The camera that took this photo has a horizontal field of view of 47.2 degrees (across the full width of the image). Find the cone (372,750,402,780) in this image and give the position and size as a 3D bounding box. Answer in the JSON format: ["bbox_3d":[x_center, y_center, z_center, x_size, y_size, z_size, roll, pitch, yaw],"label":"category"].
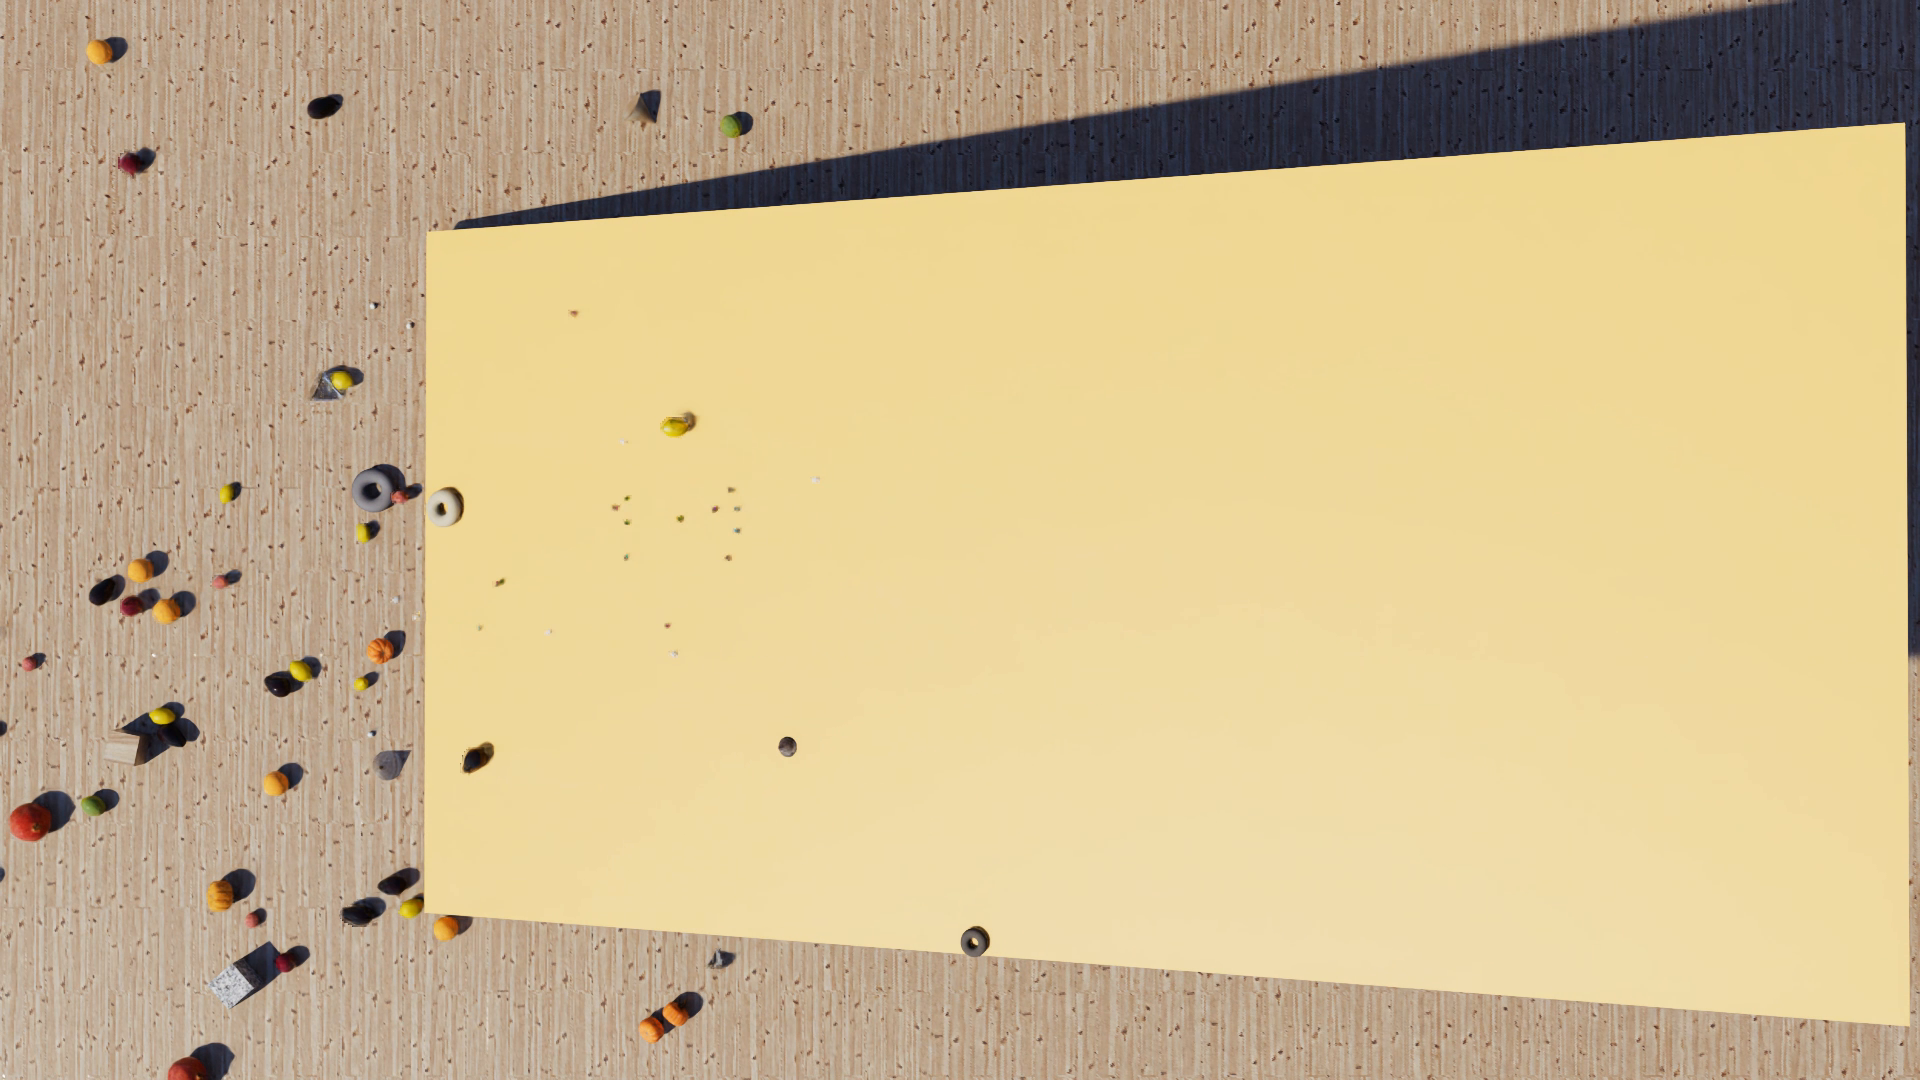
[{"bbox_3d":[-1.705,0.671,6.503,0.089,0.089,0.089,0,89,0],"label":"cone"}]

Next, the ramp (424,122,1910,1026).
[{"bbox_3d":[0.283,0.084,5.711,4.000,0.100,2.000,0,89,24],"label":"ramp"}]

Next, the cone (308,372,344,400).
[{"bbox_3d":[-1.875,-0.437,6.540,0.095,0.095,0.095,26,89,-26],"label":"cone"}]

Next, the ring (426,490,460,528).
[{"bbox_3d":[-1.507,-0.092,6.418,0.112,0.037,0.112,0,90,23],"label":"ring"}]

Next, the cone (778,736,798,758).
[{"bbox_3d":[-0.479,0.562,5.952,0.057,0.057,0.057,0,89,24],"label":"cone"}]

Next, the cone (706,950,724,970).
[{"bbox_3d":[-0.723,1.242,6.529,0.055,0.055,0.055,5,63,0],"label":"cone"}]

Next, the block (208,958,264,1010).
[{"bbox_3d":[-2.138,1.309,6.492,0.097,0.097,0.097,-41,89,0],"label":"block"}]

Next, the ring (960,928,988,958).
[{"bbox_3d":[0.036,1.051,5.739,0.075,0.025,0.075,0,90,23],"label":"ring"}]

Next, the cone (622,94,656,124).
[{"bbox_3d":[-0.944,-1.264,6.551,0.092,0.092,0.092,32,89,-26],"label":"cone"}]

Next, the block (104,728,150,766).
[{"bbox_3d":[-2.462,0.613,6.503,0.090,0.090,0.090,12,89,0],"label":"block"}]

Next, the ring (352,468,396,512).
[{"bbox_3d":[-1.742,-0.148,6.536,0.133,0.044,0.133,0,90,-1],"label":"ring"}]
